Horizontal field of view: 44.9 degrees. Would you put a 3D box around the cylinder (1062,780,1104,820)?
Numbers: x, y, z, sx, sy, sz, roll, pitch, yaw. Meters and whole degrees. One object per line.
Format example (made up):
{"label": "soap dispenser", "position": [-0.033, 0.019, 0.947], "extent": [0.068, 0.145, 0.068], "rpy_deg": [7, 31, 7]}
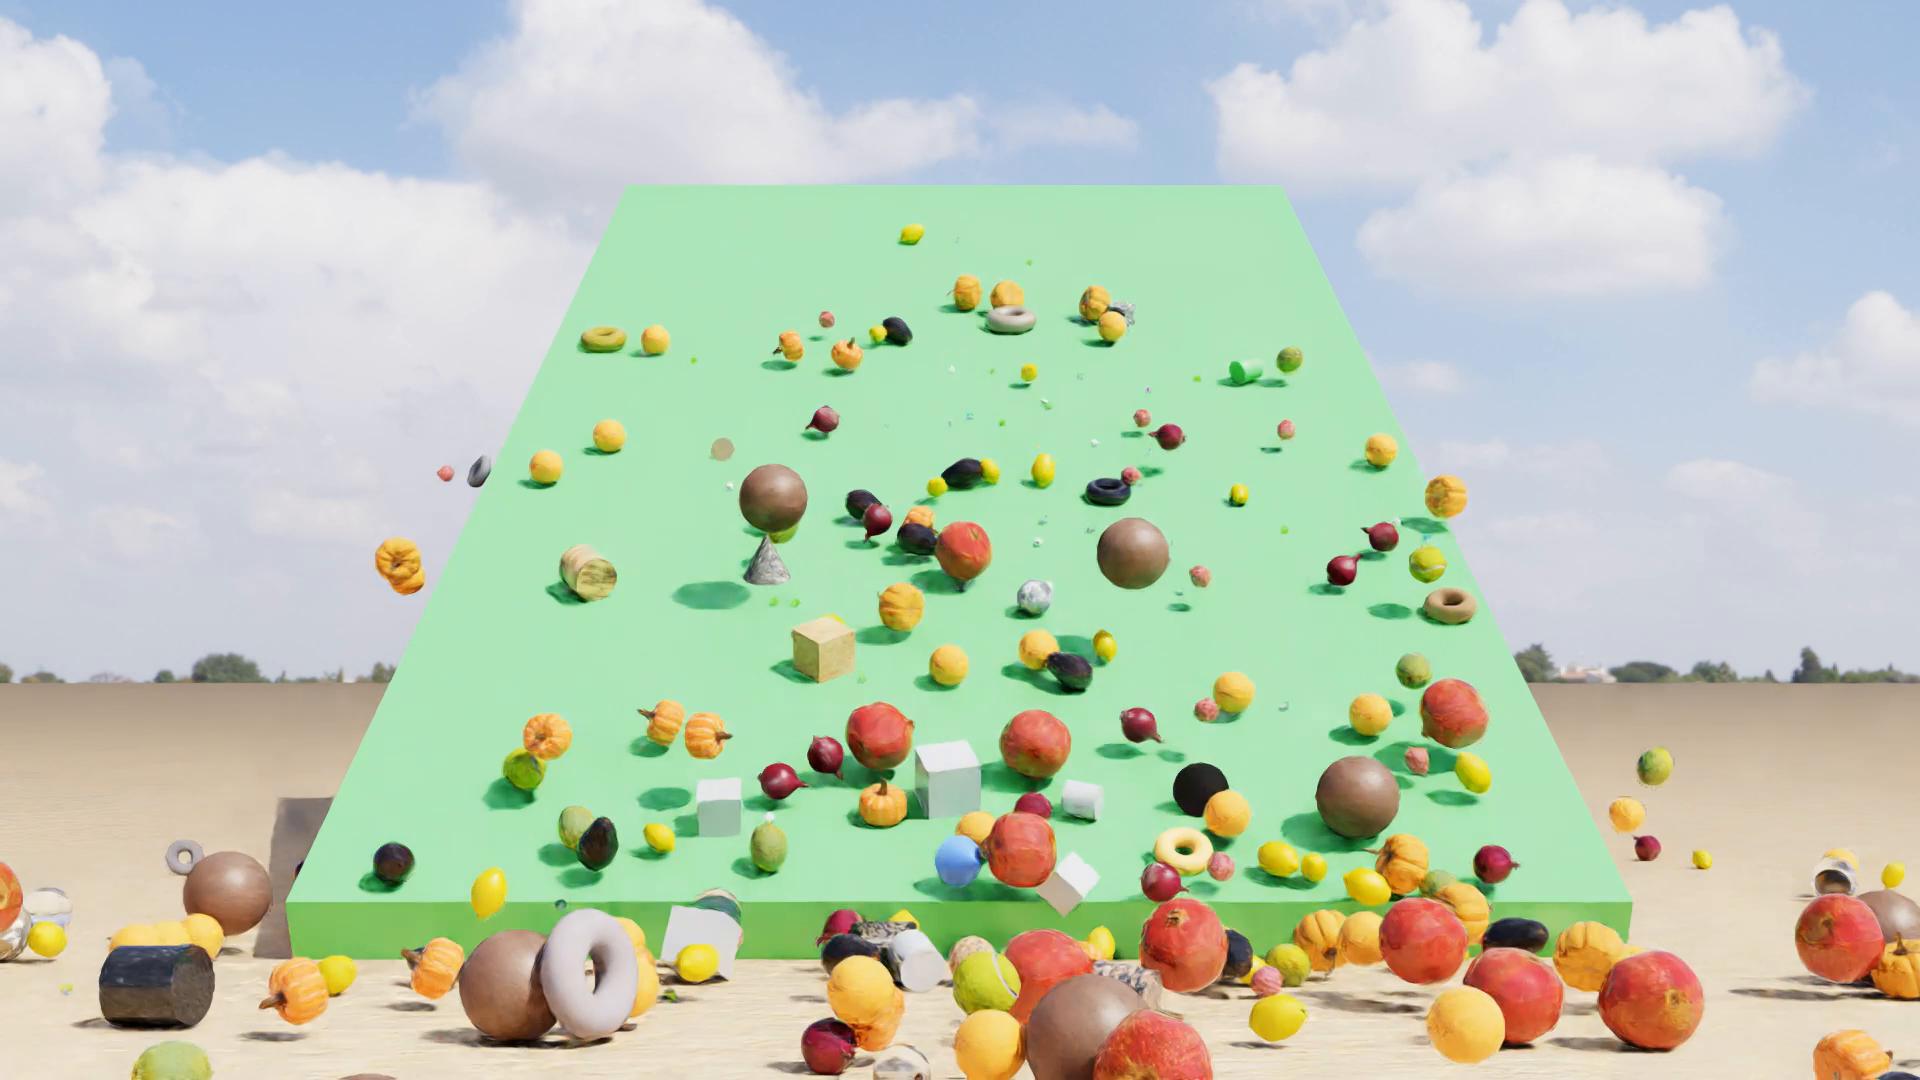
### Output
{"label": "cylinder", "position": [0.194, 0.410, 3.668], "extent": [0.055, 0.055, 0.055], "rpy_deg": [8, -1, 18]}

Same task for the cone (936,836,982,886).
{"label": "cone", "position": [0.015, 0.477, 3.440], "extent": [0.077, 0.077, 0.077], "rpy_deg": [2, -5, -26]}

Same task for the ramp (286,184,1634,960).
{"label": "ramp", "position": [-0.008, -0.228, 5.298], "extent": [2.000, 0.100, 4.000], "rpy_deg": [0, 24, 0]}

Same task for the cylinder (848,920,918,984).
{"label": "cylinder", "position": [-0.105, 0.571, 3.225], "extent": [0.083, 0.083, 0.083], "rpy_deg": [1, -4, -17]}

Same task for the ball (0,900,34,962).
{"label": "ball", "position": [-1.427, 0.580, 3.456], "extent": [0.092, 0.092, 0.092], "rpy_deg": [0, -3, 0]}

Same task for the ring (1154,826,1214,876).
{"label": "ring", "position": [0.341, 0.474, 3.545], "extent": [0.092, 0.031, 0.092], "rpy_deg": [2, 37, -2]}

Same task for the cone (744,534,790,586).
{"label": "cone", "position": [-0.373, 0.029, 4.481], "extent": [0.092, 0.092, 0.092], "rpy_deg": [0, 24, 0]}

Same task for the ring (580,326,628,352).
{"label": "ring", "position": [-0.877, -0.495, 5.725], "extent": [0.117, 0.039, 0.117], "rpy_deg": [-1, 23, 1]}

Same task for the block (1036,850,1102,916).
{"label": "block", "position": [0.159, 0.506, 3.421], "extent": [0.057, 0.057, 0.057], "rpy_deg": [-39, -10, -50]}

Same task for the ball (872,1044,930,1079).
{"label": "ball", "position": [-0.058, 0.530, 2.309], "extent": [0.058, 0.058, 0.058], "rpy_deg": [0, -3, 0]}

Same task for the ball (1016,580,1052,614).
{"label": "ball", "position": [0.140, 0.106, 4.340], "extent": [0.067, 0.067, 0.067], "rpy_deg": [0, -3, 0]}

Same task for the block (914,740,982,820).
{"label": "block", "position": [-0.020, 0.381, 3.695], "extent": [0.086, 0.086, 0.086], "rpy_deg": [-6, 25, -14]}

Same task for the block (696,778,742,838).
{"label": "block", "position": [-0.375, 0.418, 3.633], "extent": [0.066, 0.066, 0.066], "rpy_deg": [-2, 24, -4]}

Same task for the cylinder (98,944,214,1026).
{"label": "cylinder", "position": [-0.970, 0.538, 2.809], "extent": [0.097, 0.097, 0.097], "rpy_deg": [-3, -4, 12]}

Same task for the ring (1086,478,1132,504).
{"label": "ring", "position": [0.310, -0.101, 4.852], "extent": [0.098, 0.033, 0.098], "rpy_deg": [1, 24, -1]}

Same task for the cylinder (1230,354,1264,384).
{"label": "cylinder", "position": [0.677, -0.404, 5.496], "extent": [0.057, 0.057, 0.057], "rpy_deg": [-22, 8, -29]}

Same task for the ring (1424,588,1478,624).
{"label": "ring", "position": [0.916, 0.122, 4.340], "extent": [0.098, 0.033, 0.098], "rpy_deg": [-4, 30, 2]}

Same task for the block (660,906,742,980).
{"label": "block", "position": [-0.359, 0.559, 3.226], "extent": [0.077, 0.077, 0.077], "rpy_deg": [5, -23, 16]}

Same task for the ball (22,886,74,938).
{"label": "ball", "position": [-1.484, 0.605, 3.780], "extent": [0.081, 0.081, 0.081], "rpy_deg": [0, -3, 0]}

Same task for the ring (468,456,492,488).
{"label": "ring", "position": [-1.038, -0.147, 5.022], "extent": [0.025, 0.075, 0.075], "rpy_deg": [29, -18, -29]}

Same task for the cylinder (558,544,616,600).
{"label": "cylinder", "position": [-0.708, 0.062, 4.414], "extent": [0.083, 0.083, 0.083], "rpy_deg": [2, 18, -36]}

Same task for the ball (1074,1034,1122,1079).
{"label": "ball", "position": [0.144, 0.541, 2.422], "extent": [0.050, 0.050, 0.050], "rpy_deg": [0, -3, 0]}

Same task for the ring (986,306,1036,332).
{"label": "ring", "position": [0.129, -0.556, 5.864], "extent": [0.129, 0.043, 0.129], "rpy_deg": [-1, 24, 1]}

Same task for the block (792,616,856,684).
{"label": "block", "position": [-0.242, 0.194, 4.124], "extent": [0.079, 0.079, 0.079], "rpy_deg": [-19, 30, -37]}

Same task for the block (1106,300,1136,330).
{"label": "block", "position": [0.408, -0.570, 5.881], "extent": [0.054, 0.054, 0.054], "rpy_deg": [15, 28, 30]}

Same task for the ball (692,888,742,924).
{"label": "ball", "position": [-0.352, 0.540, 3.357], "extent": [0.073, 0.073, 0.073], "rpy_deg": [0, -3, 0]}

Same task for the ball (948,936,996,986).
{"label": "ball", "position": [0.017, 0.577, 3.189], "extent": [0.067, 0.067, 0.067], "rpy_deg": [0, -3, 0]}

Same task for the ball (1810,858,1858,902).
{"label": "ball", "position": [1.642, 0.638, 4.367], "extent": [0.084, 0.084, 0.084], "rpy_deg": [0, -3, 0]}

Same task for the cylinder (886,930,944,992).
{"label": "cylinder", "position": [-0.060, 0.568, 3.143], "extent": [0.063, 0.063, 0.063], "rpy_deg": [1, 14, -19]}

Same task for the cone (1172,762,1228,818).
{"label": "cone", "position": [0.386, 0.394, 3.715], "extent": [0.088, 0.088, 0.088], "rpy_deg": [0, 1, 7]}

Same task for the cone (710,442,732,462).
{"label": "cone", "position": [-0.509, -0.195, 5.068], "extent": [0.052, 0.052, 0.052], "rpy_deg": [-1, 16, 23]}
